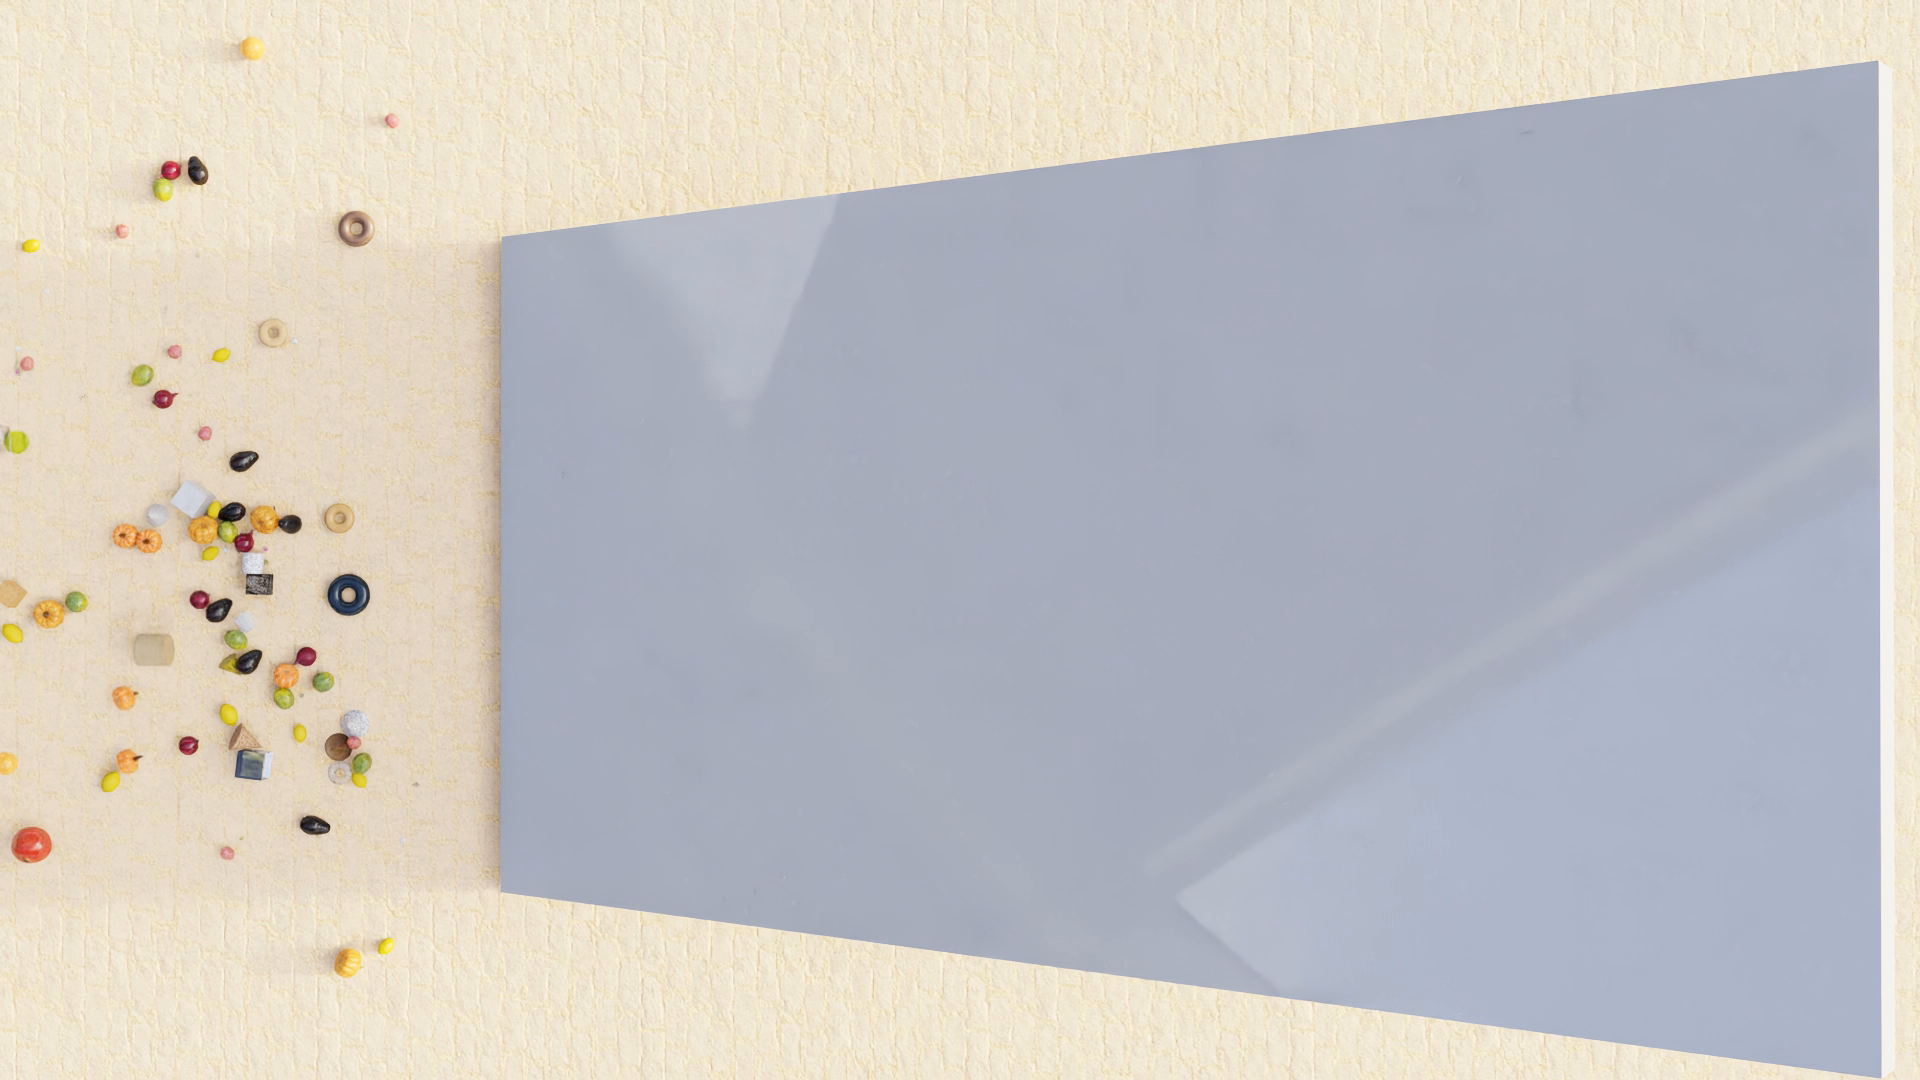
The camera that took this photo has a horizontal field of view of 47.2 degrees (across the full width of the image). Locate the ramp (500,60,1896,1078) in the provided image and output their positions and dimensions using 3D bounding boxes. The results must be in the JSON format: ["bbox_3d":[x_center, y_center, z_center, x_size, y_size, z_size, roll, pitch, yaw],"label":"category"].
[{"bbox_3d":[0.233,0.065,5.553,4.000,0.100,2.000,0,89,37],"label":"ramp"}]

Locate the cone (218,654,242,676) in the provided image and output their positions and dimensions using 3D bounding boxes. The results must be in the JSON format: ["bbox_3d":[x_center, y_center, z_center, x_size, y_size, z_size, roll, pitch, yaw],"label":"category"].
[{"bbox_3d":[-2.234,0.395,6.771,0.066,0.066,0.066,-35,116,0],"label":"cone"}]

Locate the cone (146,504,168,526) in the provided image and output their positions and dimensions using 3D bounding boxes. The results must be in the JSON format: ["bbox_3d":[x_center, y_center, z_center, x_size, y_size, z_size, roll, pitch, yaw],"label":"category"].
[{"bbox_3d":[-2.479,-0.076,6.753,0.072,0.072,0.072,0,90,0],"label":"cone"}]

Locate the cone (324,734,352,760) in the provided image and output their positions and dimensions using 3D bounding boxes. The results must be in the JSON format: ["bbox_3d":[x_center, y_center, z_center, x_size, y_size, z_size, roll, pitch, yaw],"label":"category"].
[{"bbox_3d":[-1.917,0.638,6.740,0.086,0.086,0.086,0,90,0],"label":"cone"}]

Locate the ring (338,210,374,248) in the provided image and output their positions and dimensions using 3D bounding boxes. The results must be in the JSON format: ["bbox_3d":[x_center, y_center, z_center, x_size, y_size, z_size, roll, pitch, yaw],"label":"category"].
[{"bbox_3d":[-1.860,-0.959,6.777,0.113,0.038,0.113,0,91,0],"label":"ring"}]

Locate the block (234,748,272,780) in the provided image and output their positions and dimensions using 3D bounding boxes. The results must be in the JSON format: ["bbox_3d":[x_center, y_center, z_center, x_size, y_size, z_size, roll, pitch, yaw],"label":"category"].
[{"bbox_3d":[-2.165,0.688,6.742,0.082,0.082,0.082,7,90,0],"label":"block"}]

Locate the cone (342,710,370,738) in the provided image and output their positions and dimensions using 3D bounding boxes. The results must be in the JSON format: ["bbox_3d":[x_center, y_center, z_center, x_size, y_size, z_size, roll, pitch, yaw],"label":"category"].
[{"bbox_3d":[-1.865,0.567,6.740,0.088,0.088,0.088,0,90,0],"label":"cone"}]

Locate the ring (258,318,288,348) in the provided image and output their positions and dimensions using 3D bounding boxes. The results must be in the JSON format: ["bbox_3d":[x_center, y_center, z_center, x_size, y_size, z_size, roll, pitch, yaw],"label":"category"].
[{"bbox_3d":[-2.118,-0.638,6.778,0.089,0.030,0.089,0,90,-1],"label":"ring"}]

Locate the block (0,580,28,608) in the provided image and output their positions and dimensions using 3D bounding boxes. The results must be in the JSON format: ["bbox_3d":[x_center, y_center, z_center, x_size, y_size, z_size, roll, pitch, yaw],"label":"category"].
[{"bbox_3d":[-2.918,0.166,6.757,0.060,0.060,0.060,38,90,0],"label":"block"}]

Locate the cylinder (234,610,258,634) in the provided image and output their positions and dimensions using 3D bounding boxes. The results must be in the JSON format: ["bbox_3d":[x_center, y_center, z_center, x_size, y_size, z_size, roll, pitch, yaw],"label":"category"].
[{"bbox_3d":[-2.195,0.253,6.761,0.051,0.051,0.051,-33,90,0],"label":"cylinder"}]

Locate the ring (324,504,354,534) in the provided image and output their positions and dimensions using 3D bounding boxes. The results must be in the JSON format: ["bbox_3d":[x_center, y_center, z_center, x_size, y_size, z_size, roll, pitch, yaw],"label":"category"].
[{"bbox_3d":[-1.911,-0.067,6.773,0.094,0.031,0.094,0,89,1],"label":"ring"}]

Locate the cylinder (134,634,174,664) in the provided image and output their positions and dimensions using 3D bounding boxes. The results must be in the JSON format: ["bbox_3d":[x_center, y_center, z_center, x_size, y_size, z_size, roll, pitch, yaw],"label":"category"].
[{"bbox_3d":[-2.470,0.336,6.739,0.093,0.093,0.093,0,90,0],"label":"cylinder"}]

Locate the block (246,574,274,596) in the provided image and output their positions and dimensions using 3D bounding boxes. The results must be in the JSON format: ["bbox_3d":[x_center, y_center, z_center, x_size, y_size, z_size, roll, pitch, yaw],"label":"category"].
[{"bbox_3d":[-2.152,0.136,6.755,0.064,0.064,0.064,3,90,0],"label":"block"}]

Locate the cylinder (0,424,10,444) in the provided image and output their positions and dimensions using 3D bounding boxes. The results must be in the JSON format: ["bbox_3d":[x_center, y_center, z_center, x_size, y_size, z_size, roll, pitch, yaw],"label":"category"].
[{"bbox_3d":[-2.954,-0.328,6.765,0.052,0.052,0.052,12,90,0],"label":"cylinder"}]

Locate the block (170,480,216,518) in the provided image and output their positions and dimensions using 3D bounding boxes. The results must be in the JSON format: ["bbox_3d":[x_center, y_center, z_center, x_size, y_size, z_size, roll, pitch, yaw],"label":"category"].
[{"bbox_3d":[-2.352,-0.124,6.748,0.083,0.083,0.083,35,90,0],"label":"block"}]

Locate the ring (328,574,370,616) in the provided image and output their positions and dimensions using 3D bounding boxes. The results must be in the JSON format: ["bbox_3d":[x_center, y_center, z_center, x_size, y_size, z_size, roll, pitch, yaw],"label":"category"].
[{"bbox_3d":[-1.880,0.169,6.766,0.131,0.044,0.131,0,90,-1],"label":"ring"}]

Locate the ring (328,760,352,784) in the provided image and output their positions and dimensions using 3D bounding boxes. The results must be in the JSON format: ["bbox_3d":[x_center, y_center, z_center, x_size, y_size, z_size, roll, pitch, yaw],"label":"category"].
[{"bbox_3d":[-1.908,0.716,6.771,0.076,0.025,0.076,0,91,0],"label":"ring"}]

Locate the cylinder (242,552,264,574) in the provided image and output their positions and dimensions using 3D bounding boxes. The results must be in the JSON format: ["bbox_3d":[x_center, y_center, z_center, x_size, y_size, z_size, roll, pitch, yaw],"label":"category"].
[{"bbox_3d":[-2.172,0.072,6.757,0.062,0.062,0.062,2,90,0],"label":"cylinder"}]
